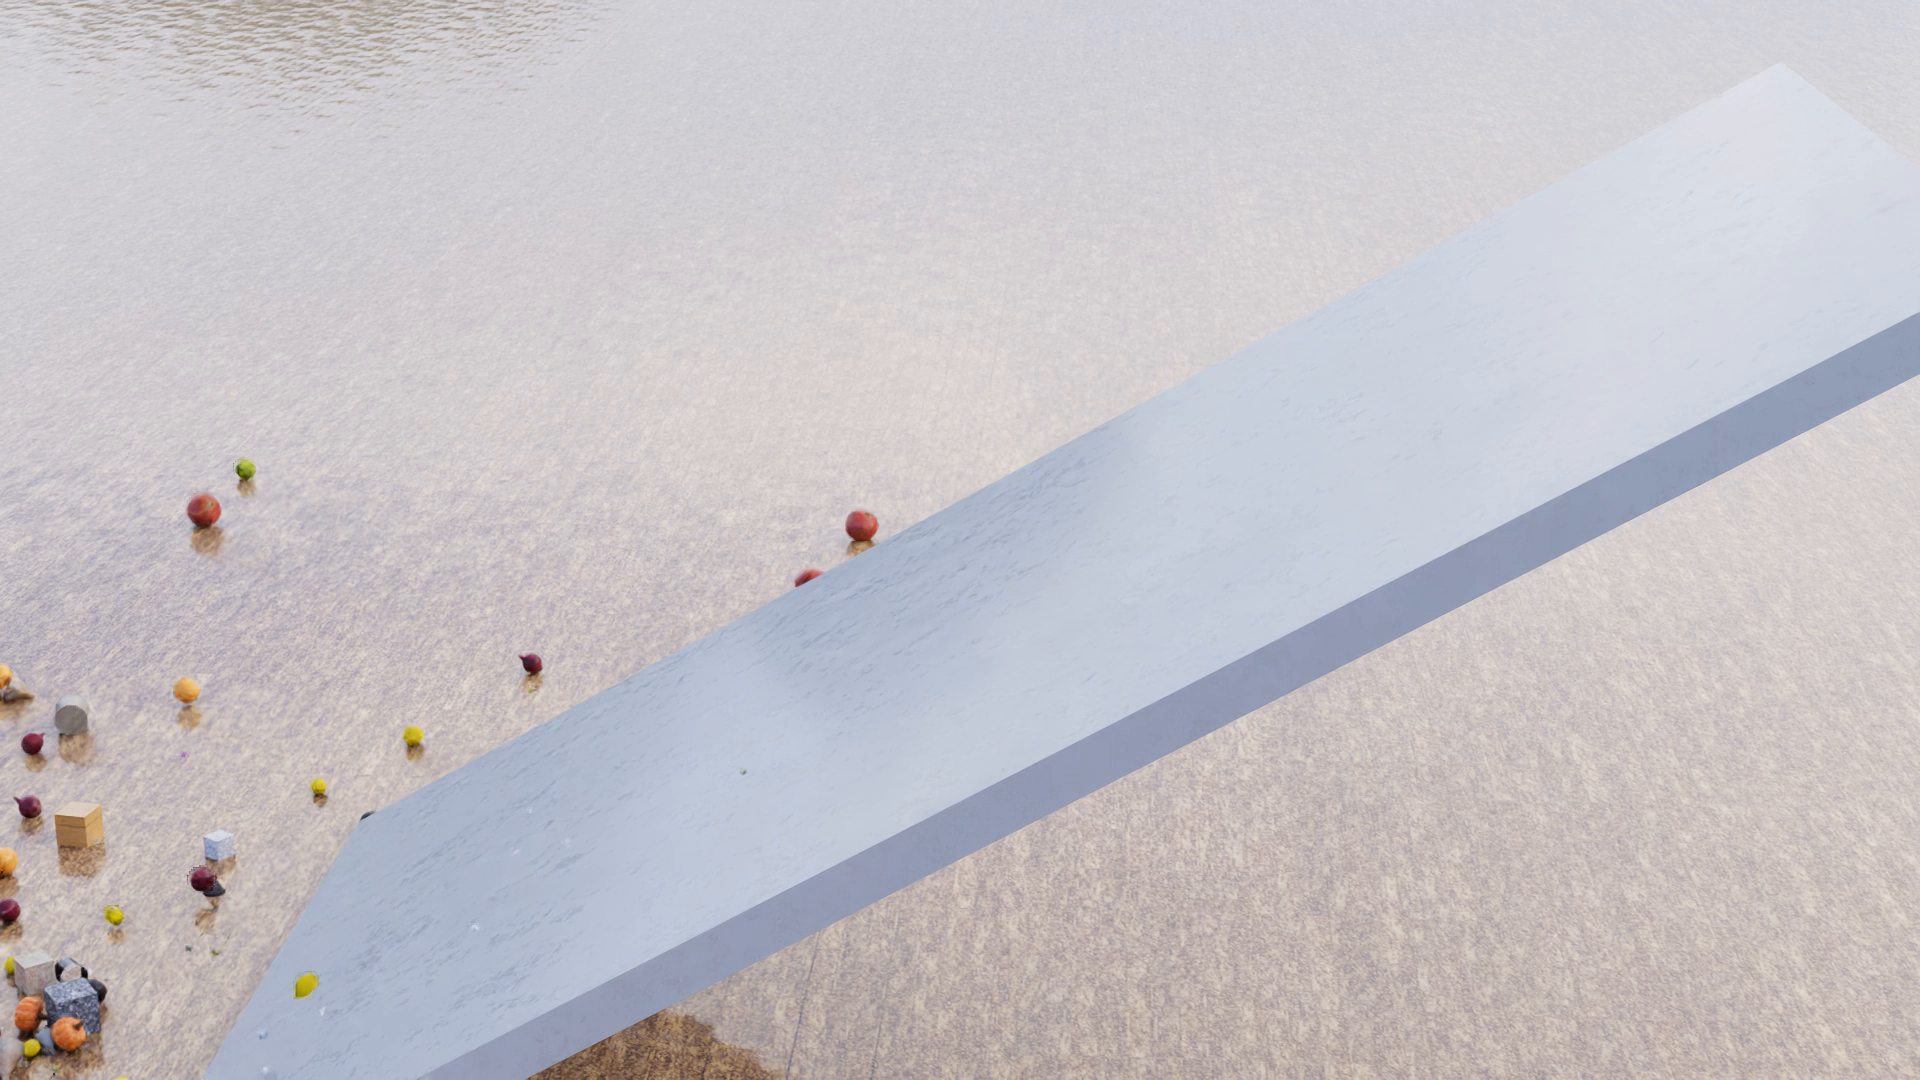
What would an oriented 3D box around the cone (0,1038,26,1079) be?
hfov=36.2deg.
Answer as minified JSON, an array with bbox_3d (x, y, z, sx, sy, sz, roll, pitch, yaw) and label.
[{"bbox_3d":[-2.118,1.168,6.514,0.095,0.095,0.095,-5,46,-15],"label":"cone"}]

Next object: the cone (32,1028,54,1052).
[{"bbox_3d":[-2.056,1.138,6.634,0.052,0.052,0.052,-15,50,-37],"label":"cone"}]

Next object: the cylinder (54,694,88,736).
[{"bbox_3d":[-2.549,0.501,8.440,0.092,0.092,0.092,-5,19,-14],"label":"cylinder"}]

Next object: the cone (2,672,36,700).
[{"bbox_3d":[-2.768,0.448,8.681,0.089,0.089,0.089,23,12,-18],"label":"cone"}]

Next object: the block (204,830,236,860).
[{"bbox_3d":[-1.921,0.792,7.626,0.055,0.055,0.055,13,23,35],"label":"block"}]

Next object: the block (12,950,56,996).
[{"bbox_3d":[-2.177,1.018,6.921,0.071,0.071,0.071,-14,23,-36],"label":"block"}]

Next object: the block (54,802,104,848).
[{"bbox_3d":[-2.309,0.746,7.712,0.087,0.087,0.087,4,19,13],"label":"block"}]

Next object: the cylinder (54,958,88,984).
[{"bbox_3d":[-2.094,1.022,6.926,0.060,0.060,0.060,-15,24,-38],"label":"cylinder"}]

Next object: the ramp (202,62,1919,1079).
[{"bbox_3d":[0.142,0.168,6.284,4.000,0.100,2.000,-28,15,12],"label":"ramp"}]

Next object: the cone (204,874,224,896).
[{"bbox_3d":[-1.882,0.863,7.412,0.054,0.054,0.054,0,18,0],"label":"cone"}]

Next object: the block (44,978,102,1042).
[{"bbox_3d":[-2.028,1.072,6.719,0.096,0.096,0.096,-12,22,-31],"label":"block"}]
